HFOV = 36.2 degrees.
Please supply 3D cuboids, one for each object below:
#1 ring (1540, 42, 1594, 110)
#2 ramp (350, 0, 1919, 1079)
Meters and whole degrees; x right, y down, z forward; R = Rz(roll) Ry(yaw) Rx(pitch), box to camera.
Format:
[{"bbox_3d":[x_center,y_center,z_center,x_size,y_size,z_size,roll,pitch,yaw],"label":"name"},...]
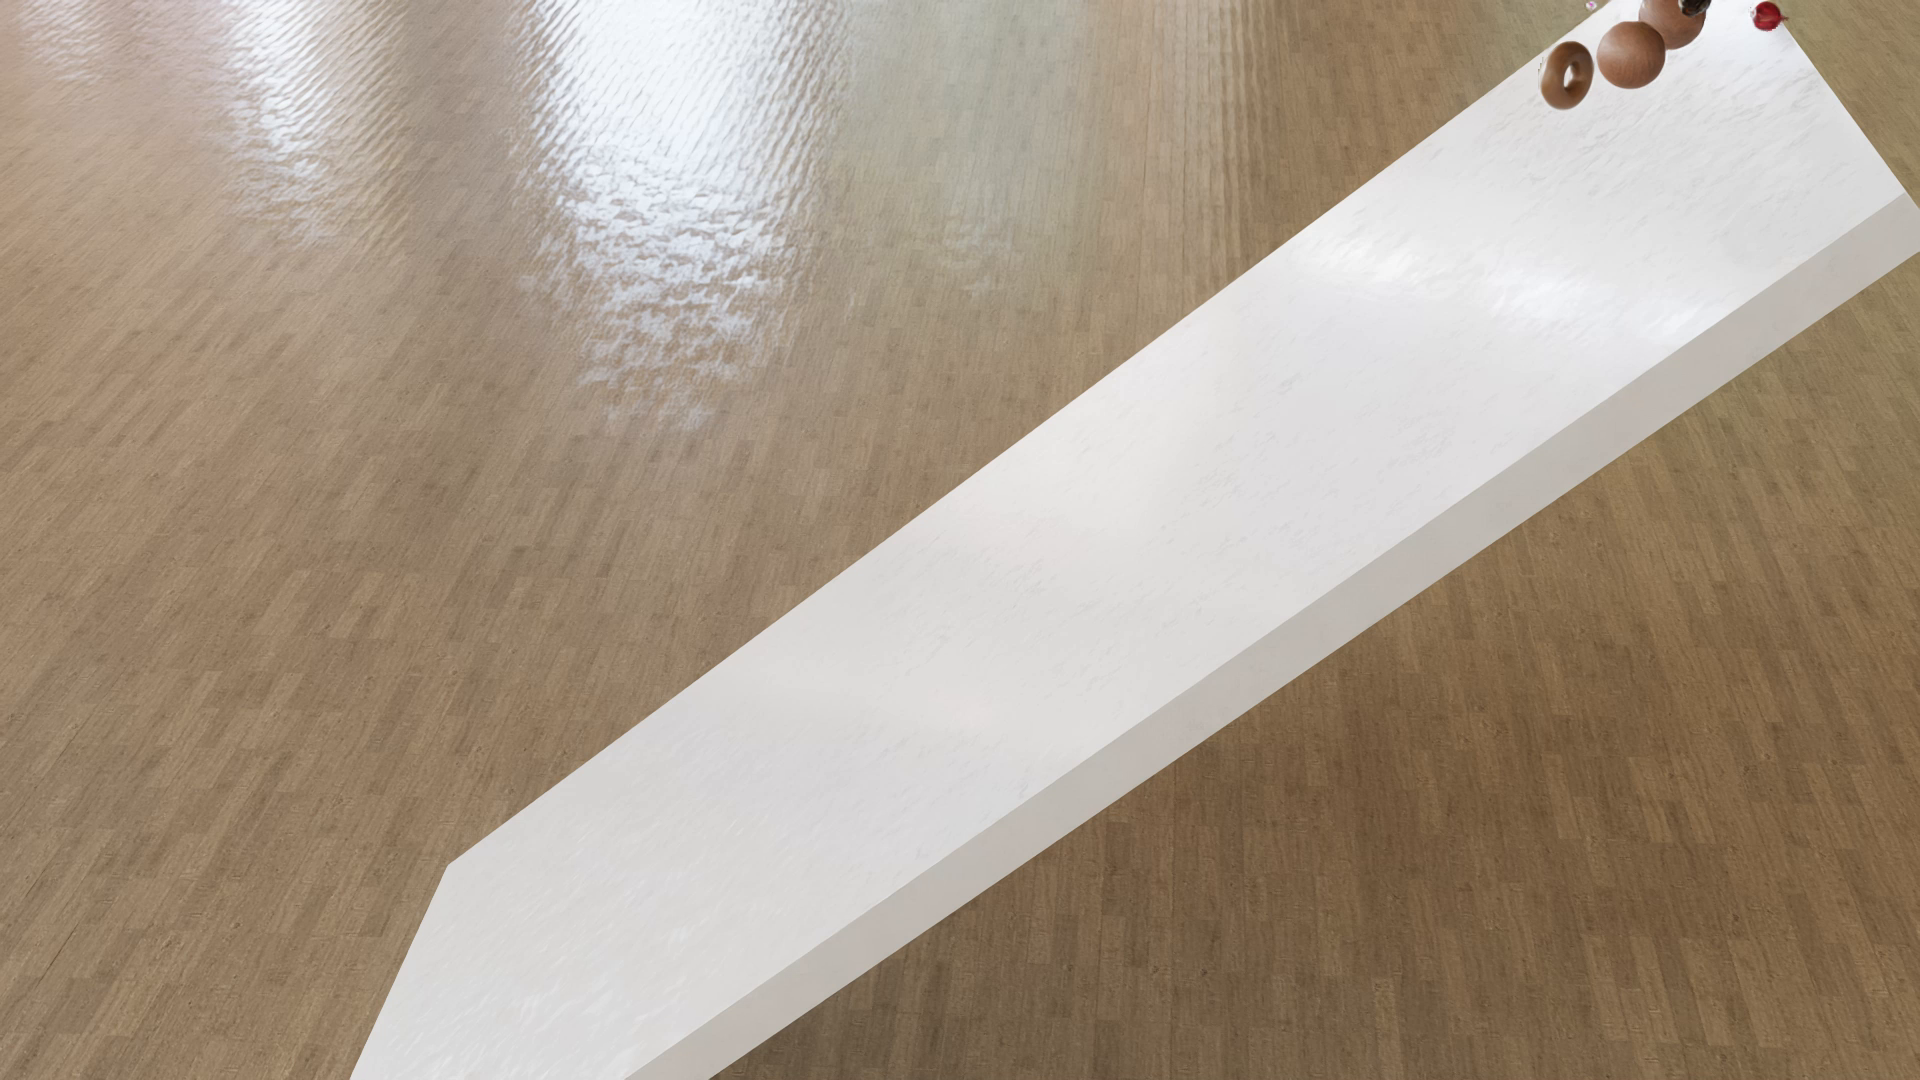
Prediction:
[{"bbox_3d":[1.186,-0.907,5.745,0.137,0.137,0.046,-19,29,-36],"label":"ring"},{"bbox_3d":[0.118,0.187,6.346,4.000,0.100,2.000,-36,16,18],"label":"ramp"}]
